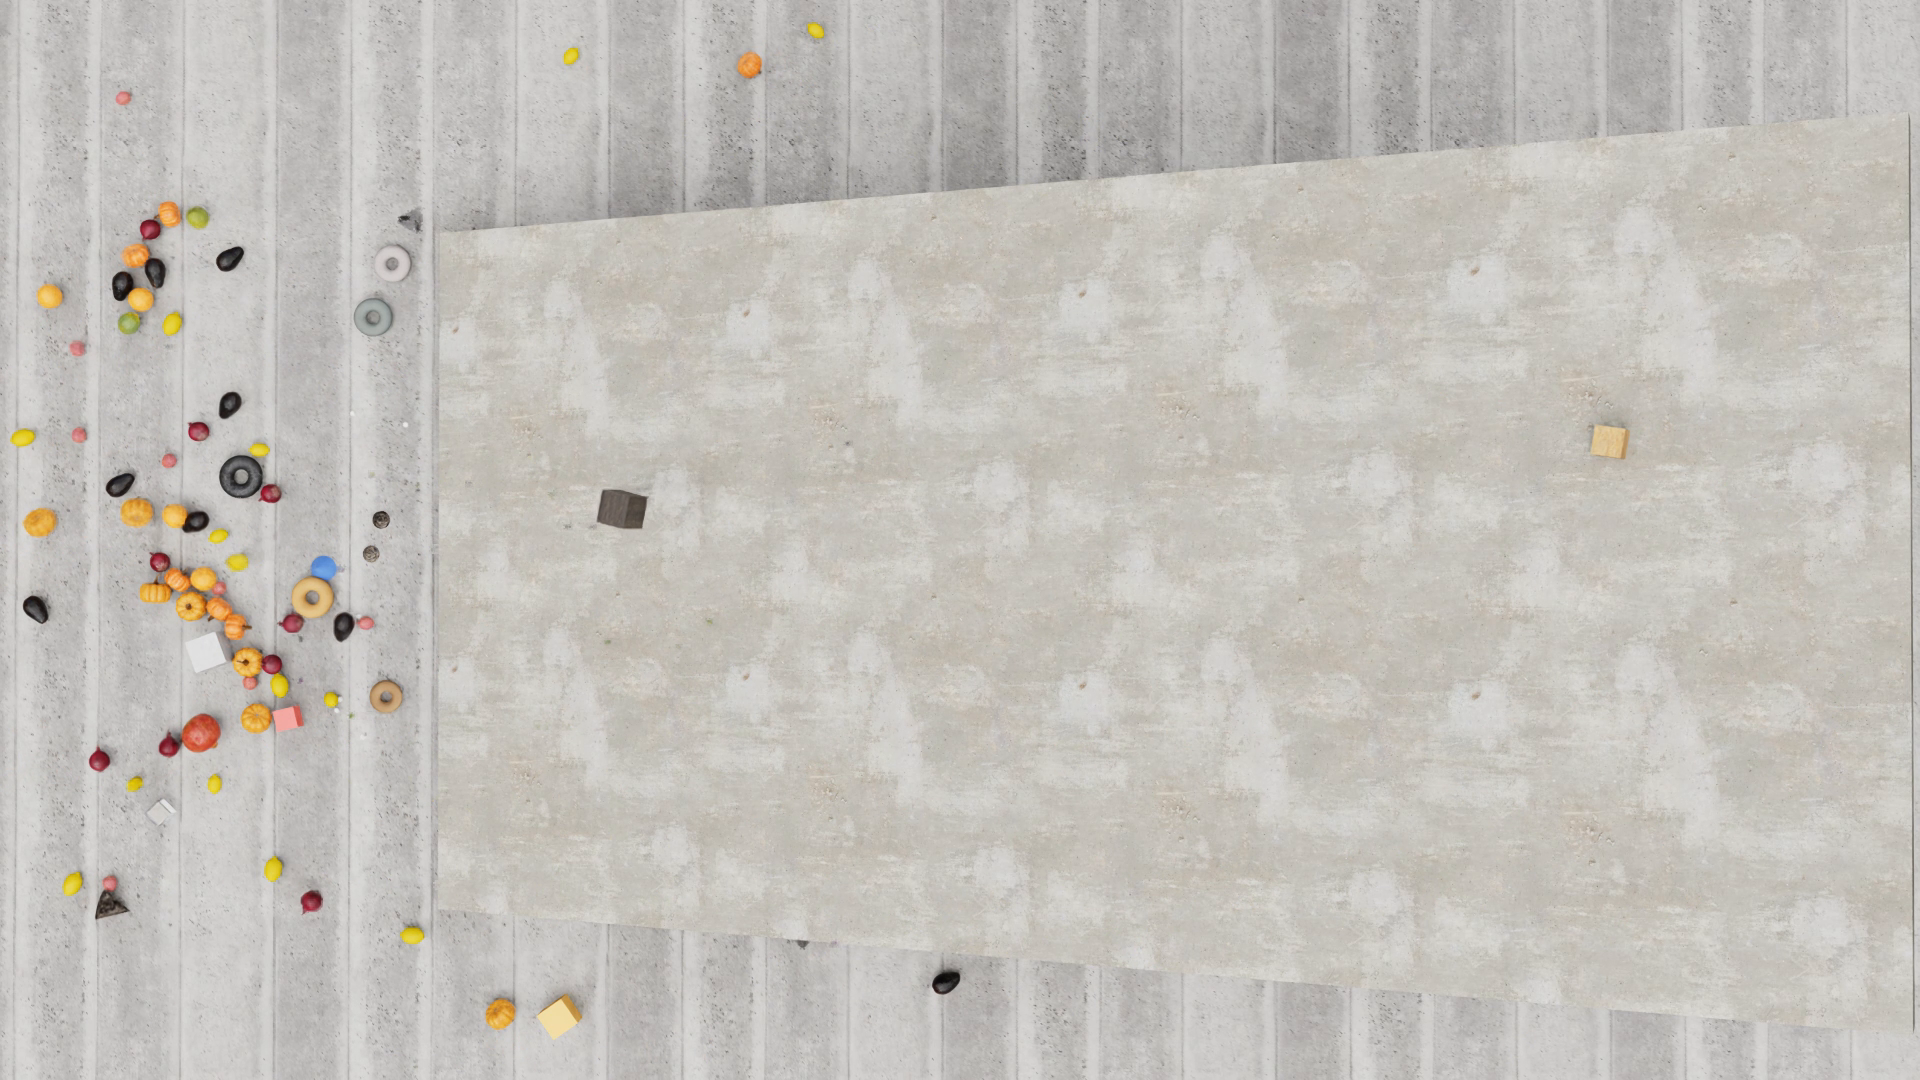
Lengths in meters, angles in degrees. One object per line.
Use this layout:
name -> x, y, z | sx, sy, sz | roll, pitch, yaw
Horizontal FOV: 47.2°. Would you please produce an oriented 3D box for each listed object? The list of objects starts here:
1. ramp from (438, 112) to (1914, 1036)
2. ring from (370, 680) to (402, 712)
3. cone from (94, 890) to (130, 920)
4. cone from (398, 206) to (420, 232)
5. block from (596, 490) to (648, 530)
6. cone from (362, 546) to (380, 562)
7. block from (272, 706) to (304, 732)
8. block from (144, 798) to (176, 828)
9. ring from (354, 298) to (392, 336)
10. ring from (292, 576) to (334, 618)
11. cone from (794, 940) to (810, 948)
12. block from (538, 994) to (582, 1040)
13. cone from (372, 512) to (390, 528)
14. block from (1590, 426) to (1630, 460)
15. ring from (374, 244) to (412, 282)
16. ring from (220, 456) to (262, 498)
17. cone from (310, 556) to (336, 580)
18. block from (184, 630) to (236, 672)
ramp -> 0.281, 0.081, 5.680 | 4.000, 0.100, 2.000 | 0, 89, 26
ring -> -1.716, 0.468, 6.575 | 0.098, 0.033, 0.098 | 0, 88, -1
cone -> -2.521, 1.098, 6.564 | 0.090, 0.090, 0.090 | 19, 89, -26
cone -> -1.634, -0.975, 6.591 | 0.072, 0.072, 0.072 | 23, 63, 0
block -> -0.948, -0.085, 6.169 | 0.093, 0.093, 0.093 | 13, 95, 25
cone -> -1.766, 0.042, 6.570 | 0.051, 0.051, 0.051 | 0, 89, 0
block -> -2.004, 0.533, 6.559 | 0.062, 0.062, 0.062 | -14, 89, 0
block -> -2.386, 0.814, 6.559 | 0.056, 0.056, 0.056 | 44, 90, 0
ring -> -1.758, -0.667, 6.585 | 0.115, 0.038, 0.115 | 0, 90, -1
ring -> -1.936, 0.171, 6.574 | 0.125, 0.042, 0.125 | 0, 91, 0
cone -> -0.499, 1.158, 6.562 | 0.095, 0.095, 0.095 | 12, 89, 27
block -> -1.189, 1.417, 6.537 | 0.087, 0.087, 0.087 | -35, 89, 0
cone -> -1.737, -0.060, 6.570 | 0.053, 0.053, 0.053 | 0, 89, 0
block -> 1.482, -0.223, 5.010 | 0.067, 0.067, 0.067 | 11, 94, 26
ring -> -1.700, -0.828, 6.587 | 0.112, 0.037, 0.112 | 0, 90, 1
ring -> -2.150, -0.189, 6.577 | 0.131, 0.044, 0.131 | 0, 88, 0
cone -> -1.909, 0.085, 6.557 | 0.077, 0.077, 0.077 | 0, 89, 0
block -> -2.230, 0.332, 6.545 | 0.095, 0.095, 0.095 | -21, 89, 0
